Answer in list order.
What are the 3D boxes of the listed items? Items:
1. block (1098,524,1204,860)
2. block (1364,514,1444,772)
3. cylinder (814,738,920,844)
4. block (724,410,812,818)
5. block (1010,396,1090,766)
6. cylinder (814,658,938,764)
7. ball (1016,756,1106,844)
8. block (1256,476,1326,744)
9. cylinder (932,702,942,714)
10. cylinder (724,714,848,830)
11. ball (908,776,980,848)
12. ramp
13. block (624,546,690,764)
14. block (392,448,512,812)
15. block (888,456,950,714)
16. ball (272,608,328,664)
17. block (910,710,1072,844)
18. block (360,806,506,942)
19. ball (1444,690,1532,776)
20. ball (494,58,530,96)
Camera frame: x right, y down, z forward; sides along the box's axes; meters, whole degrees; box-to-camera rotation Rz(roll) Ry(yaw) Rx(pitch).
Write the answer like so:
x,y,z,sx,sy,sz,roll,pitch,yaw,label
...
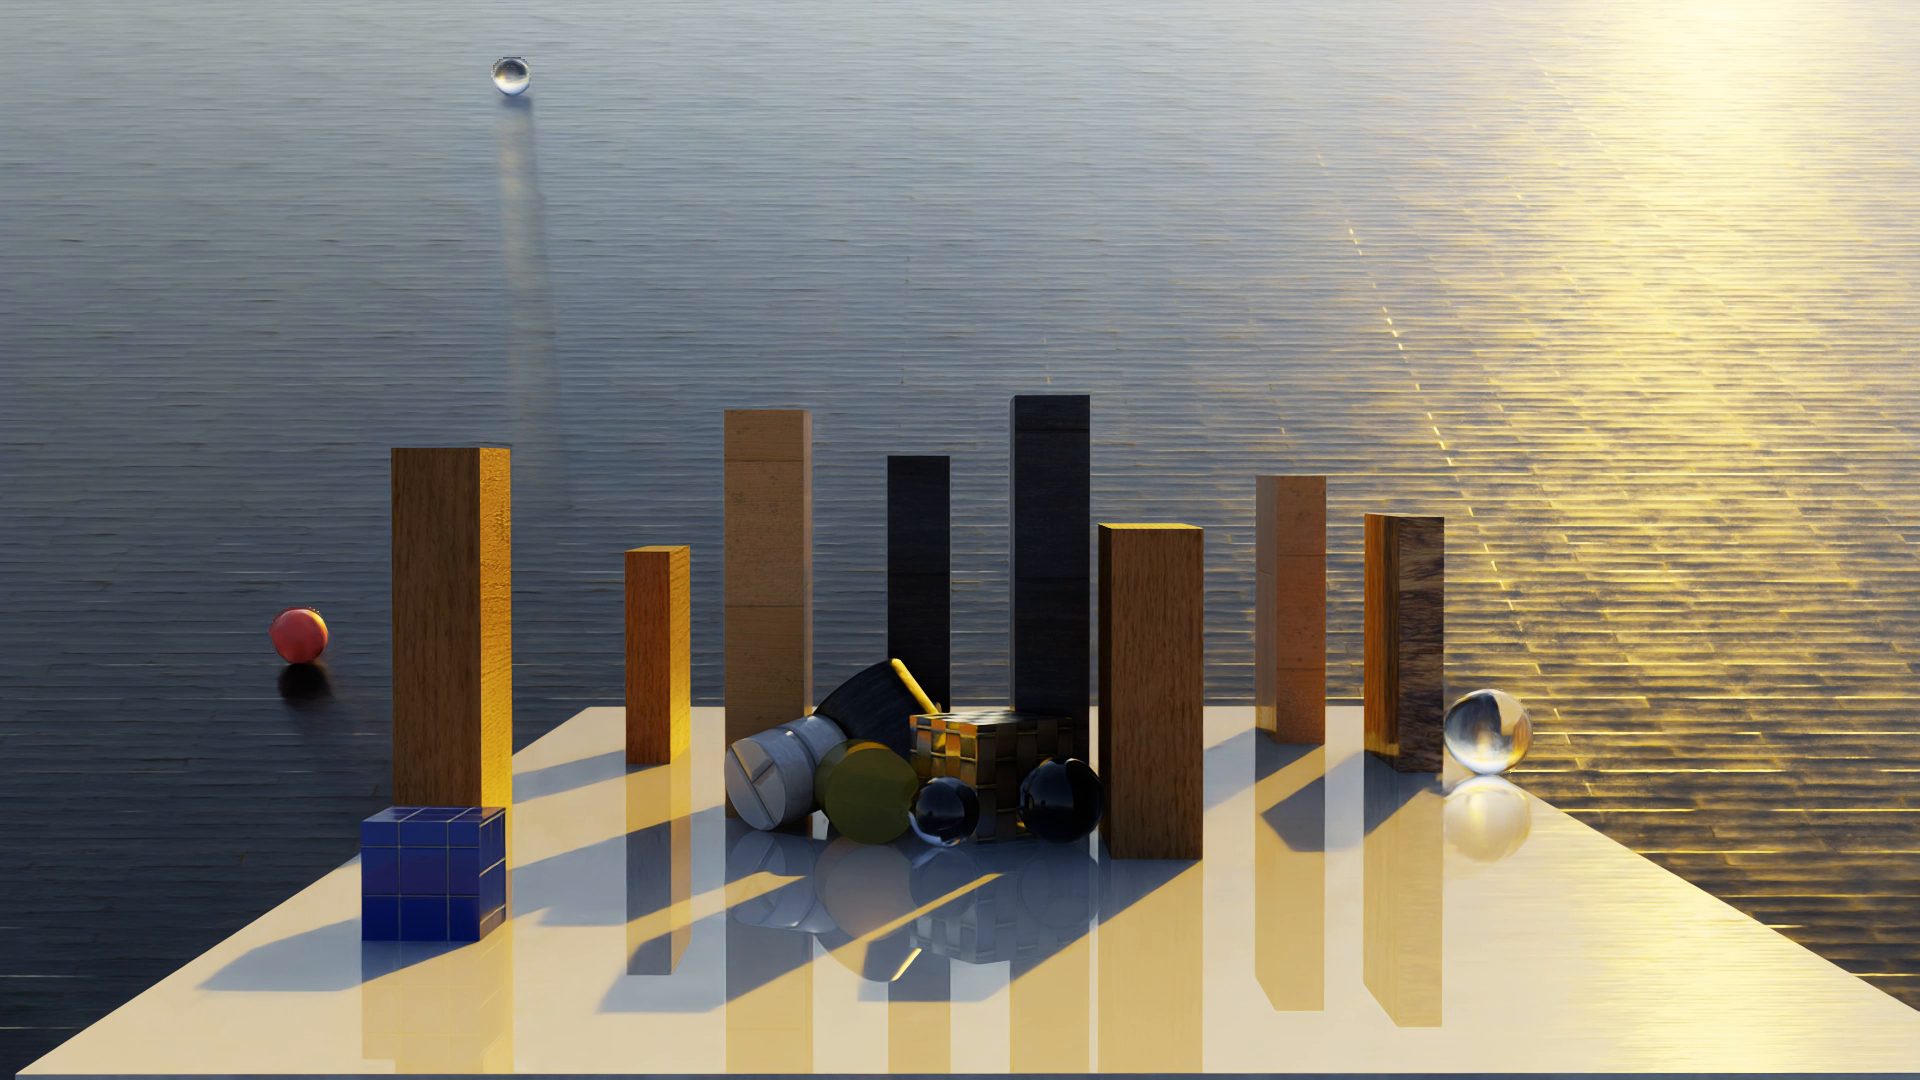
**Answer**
x,y,z,sx,sy,sz,roll,pitch,yaw,label
0.304,0.232,4.156,0.142,0.510,0.372,0,2,0,block
0.915,0.202,5.332,0.088,0.508,0.438,0,2,0,block
-0.153,0.409,4.211,0.156,0.156,0.156,-5,2,-9,cylinder
-0.337,0.125,4.572,0.136,0.705,0.254,0,2,0,block
0.156,0.113,4.574,0.127,0.727,0.420,0,2,0,block
-0.125,0.342,4.424,0.197,0.197,0.197,-23,68,-39,cylinder
0.162,0.417,4.137,0.142,0.142,0.142,0,26,0,ball
0.747,0.148,5.847,0.107,0.588,0.397,0,2,0,block
-0.133,0.383,4.614,0.187,0.187,0.187,0,25,8,cylinder
-0.286,0.390,4.341,0.158,0.158,0.158,-18,30,-42,cylinder
-0.025,0.432,4.106,0.114,0.114,0.114,0,26,0,ball
0.058,0.527,4.564,2.000,0.100,4.000,0,2,0,ramp
-0.639,0.236,5.475,0.092,0.435,0.393,0,2,0,block
-0.872,0.162,4.443,0.147,0.638,0.292,0,2,0,block
-0.075,0.156,4.840,0.114,0.627,0.275,0,2,0,block
-1.779,0.259,6.948,0.147,0.147,0.147,0,26,0,ball
0.051,0.389,4.263,0.193,0.193,0.193,-1,2,-35,block
-0.685,0.433,3.364,0.152,0.152,0.152,0,2,2,block
1.038,0.378,5.071,0.170,0.170,0.170,0,26,0,ball
-2.071,-2.141,11.929,0.169,0.169,0.169,0,26,0,ball
